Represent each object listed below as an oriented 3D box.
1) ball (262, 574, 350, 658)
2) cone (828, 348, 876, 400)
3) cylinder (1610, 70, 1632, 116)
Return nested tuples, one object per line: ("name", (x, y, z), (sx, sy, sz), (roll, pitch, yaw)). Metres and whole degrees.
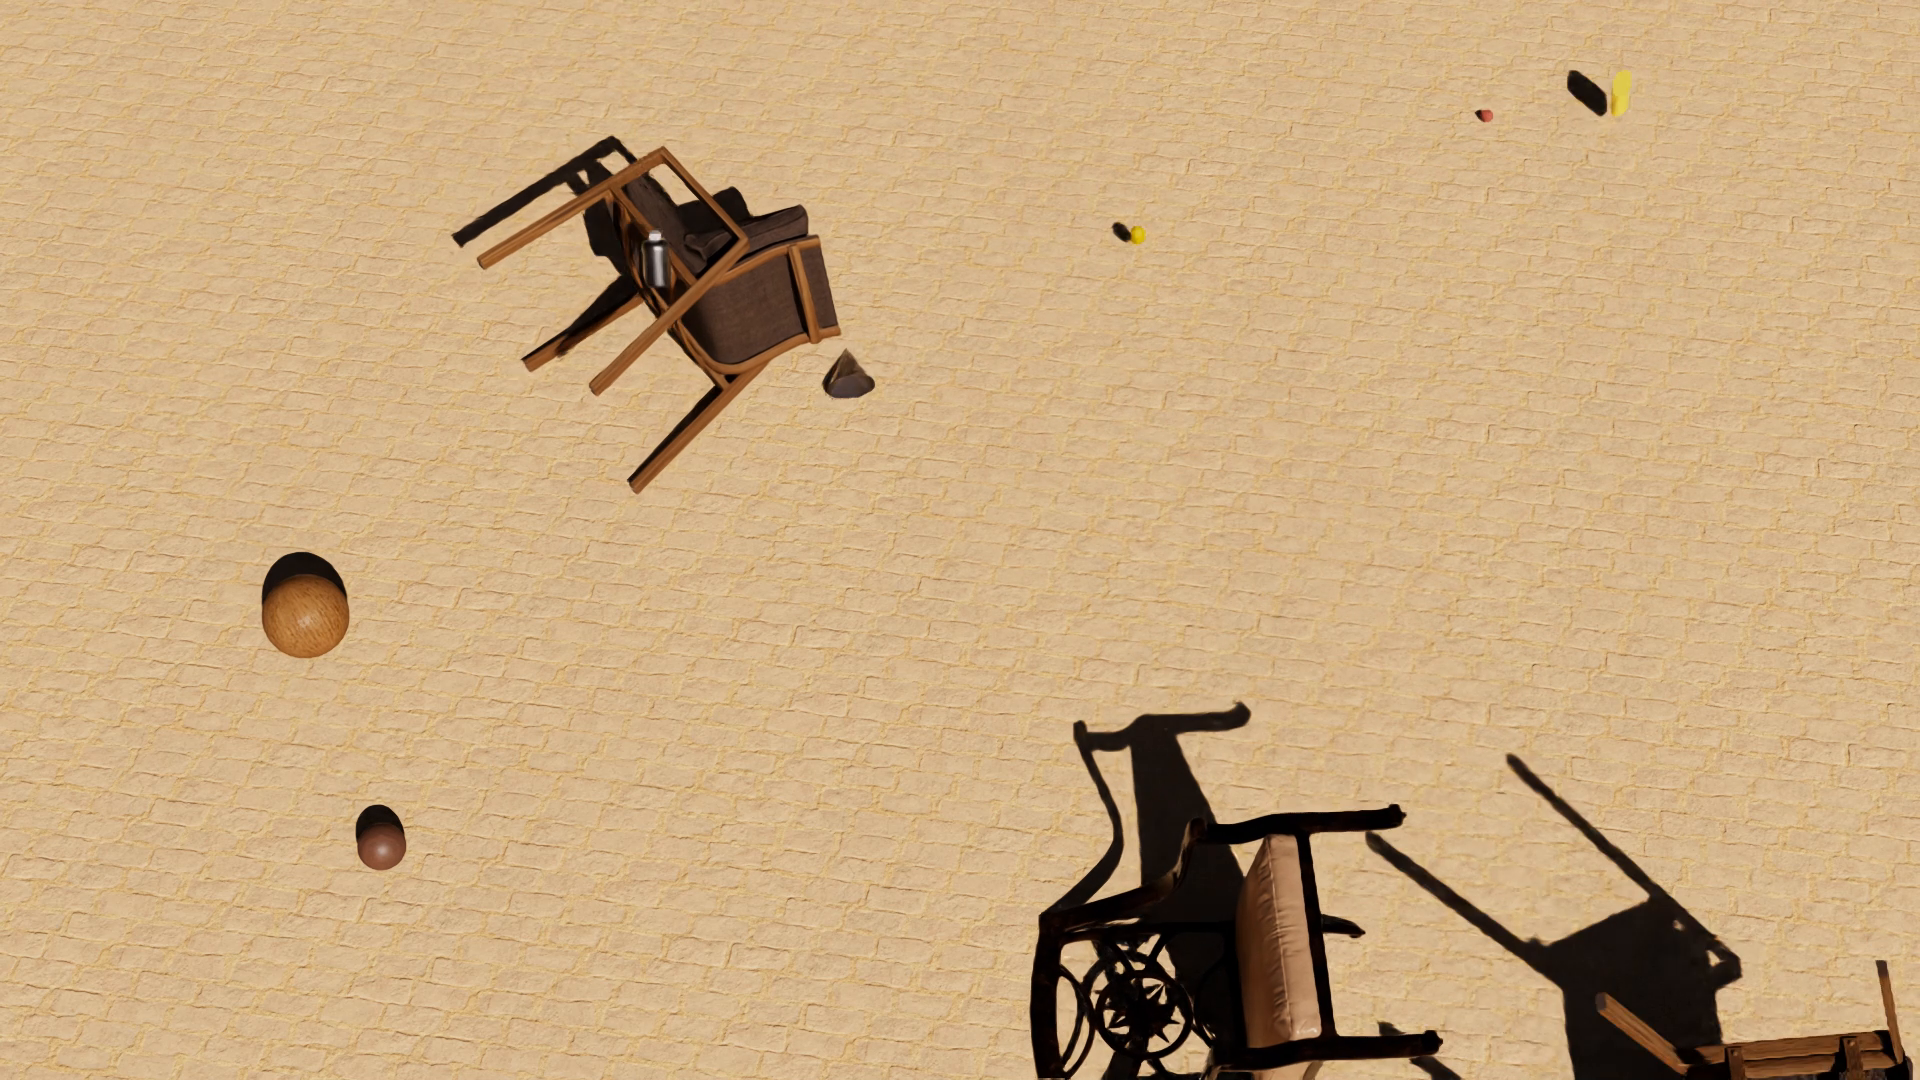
("ball", (-1.869, 0.217, 6.282), (0.242, 0.242, 0.242), (0, 56, 0))
("cone", (-0.350, -0.544, 6.911), (0.152, 0.092, 0.202), (-11, 43, 1))
("cylinder", (2.231, -1.509, 7.427), (0.058, 0.116, 0.111), (15, 71, 18))
